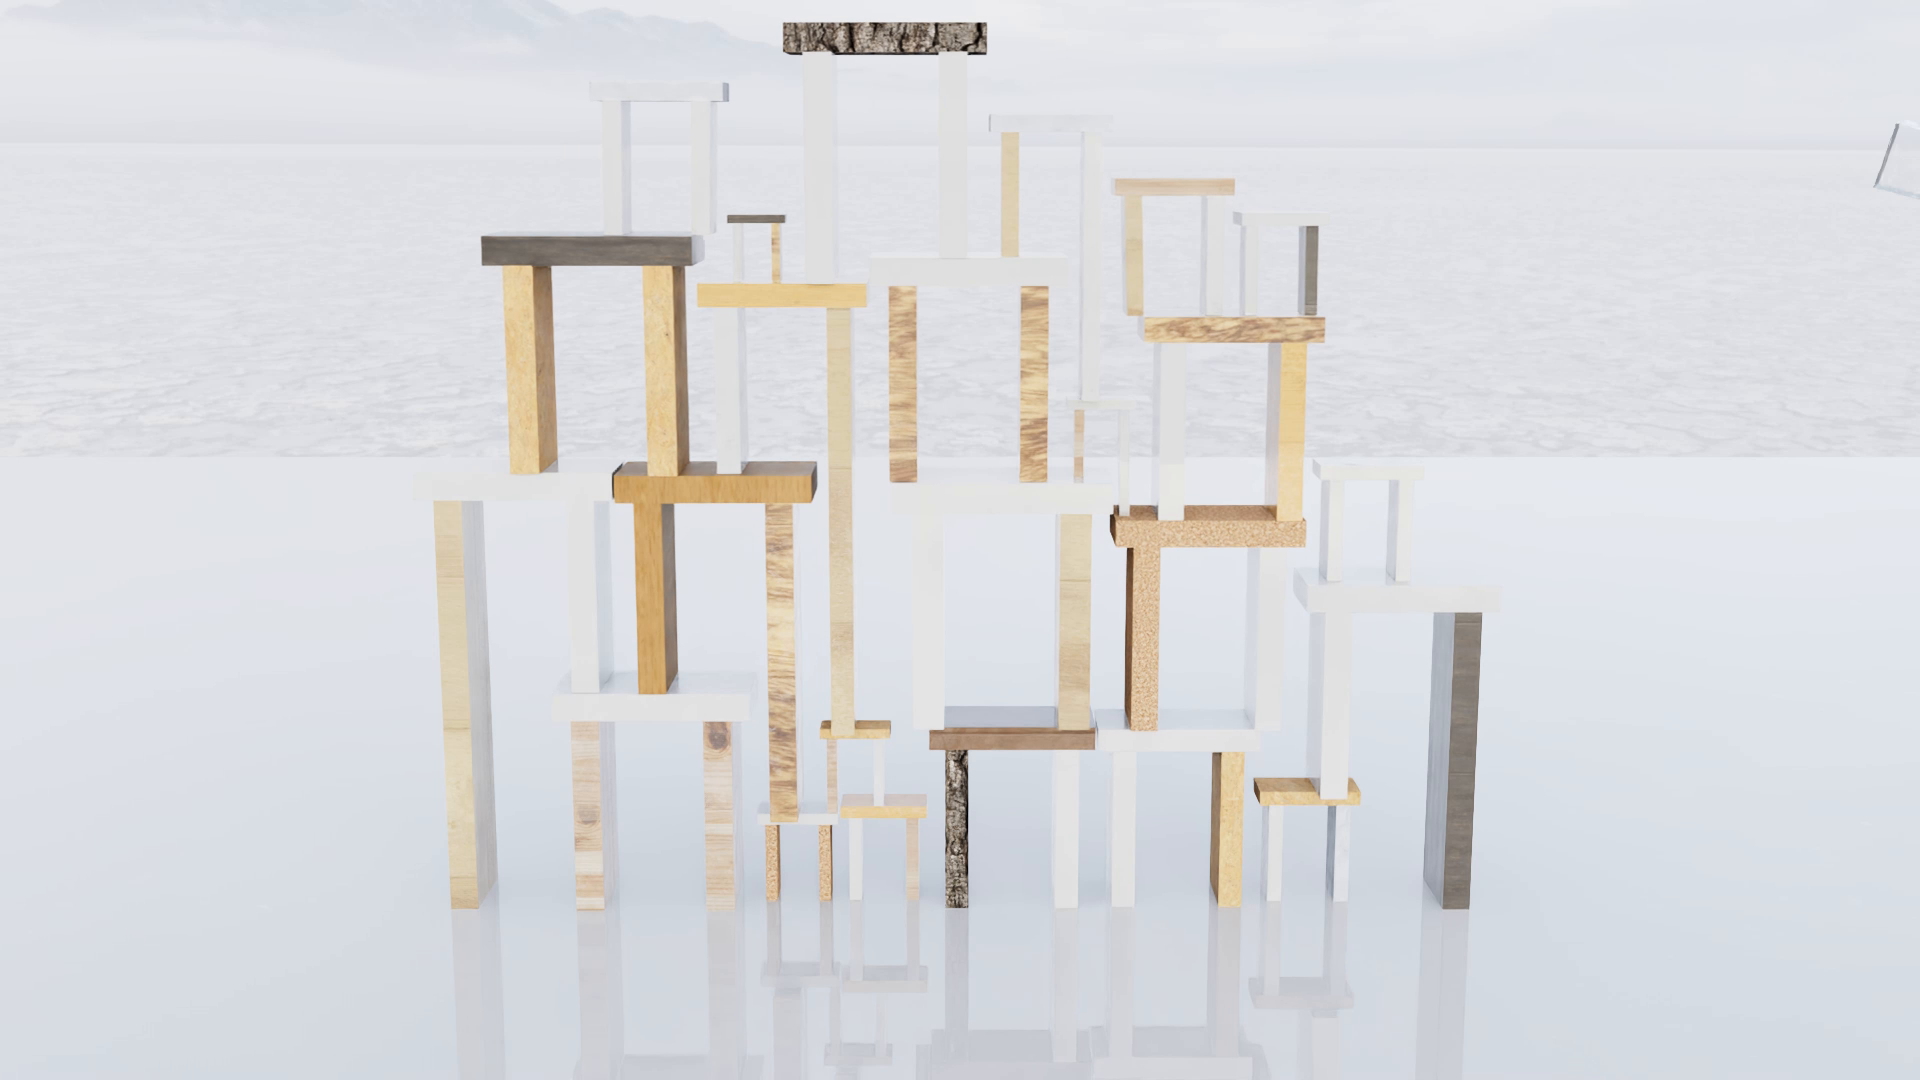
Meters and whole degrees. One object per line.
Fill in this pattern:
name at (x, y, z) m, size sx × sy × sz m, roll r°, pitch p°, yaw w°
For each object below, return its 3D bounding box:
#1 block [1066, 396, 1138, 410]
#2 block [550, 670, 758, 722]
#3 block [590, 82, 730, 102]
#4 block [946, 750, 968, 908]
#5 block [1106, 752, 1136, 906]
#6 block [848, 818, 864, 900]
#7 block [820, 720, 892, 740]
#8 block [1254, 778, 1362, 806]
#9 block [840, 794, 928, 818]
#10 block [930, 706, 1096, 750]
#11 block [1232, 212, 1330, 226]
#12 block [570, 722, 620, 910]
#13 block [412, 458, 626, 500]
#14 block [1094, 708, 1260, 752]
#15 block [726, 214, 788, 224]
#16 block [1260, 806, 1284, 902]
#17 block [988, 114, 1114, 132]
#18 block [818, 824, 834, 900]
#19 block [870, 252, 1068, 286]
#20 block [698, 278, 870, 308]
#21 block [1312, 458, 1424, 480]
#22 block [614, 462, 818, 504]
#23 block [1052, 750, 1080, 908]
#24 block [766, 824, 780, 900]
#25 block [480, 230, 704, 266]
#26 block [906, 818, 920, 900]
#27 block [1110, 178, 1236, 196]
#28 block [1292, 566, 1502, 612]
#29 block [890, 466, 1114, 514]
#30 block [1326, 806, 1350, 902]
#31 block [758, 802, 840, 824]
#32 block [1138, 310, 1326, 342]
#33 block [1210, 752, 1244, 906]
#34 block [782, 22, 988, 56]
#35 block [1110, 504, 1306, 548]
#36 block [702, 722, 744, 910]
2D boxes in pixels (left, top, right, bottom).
block at (0.226, -0.220, 3.519) m, size 0.109 × 0.015 × 0.054 m, roll 0°, pitch 10°, yaw -1°
block at (-0.497, 0.255, 3.605) m, size 0.319 × 0.045 × 0.159 m, roll 0°, pitch 11°, yaw 0°
block at (-0.467, -0.699, 3.430) m, size 0.204 × 0.029 × 0.102 m, roll 0°, pitch 11°, yaw 0°
block at (-0.005, 0.459, 3.641) m, size 0.038 × 0.268 × 0.134 m, roll 0°, pitch 11°, yaw 0°
block at (0.267, 0.460, 3.648) m, size 0.037 × 0.263 × 0.131 m, roll 0°, pitch 11°, yaw 0°
block at (-0.172, 0.520, 3.659) m, size 0.020 × 0.141 × 0.071 m, roll 0°, pitch 11°, yaw 0°
block at (-0.171, 0.312, 3.615) m, size 0.114 × 0.016 × 0.057 m, roll 0°, pitch 11°, yaw 0°
block at (0.574, 0.416, 3.640) m, size 0.165 × 0.023 × 0.082 m, roll 0°, pitch 11°, yaw 0°
block at (-0.125, 0.441, 3.644) m, size 0.141 × 0.020 × 0.071 m, roll 0°, pitch 11°, yaw 0°
block at (0.084, 0.308, 3.613) m, size 0.268 × 0.038 × 0.134 m, roll 0°, pitch 11°, yaw 0°
block at (0.506, -0.508, 3.470) m, size 0.140 × 0.020 × 0.070 m, roll -1°, pitch 11°, yaw -5°
block at (-0.603, 0.434, 3.638) m, size 0.045 × 0.319 × 0.159 m, roll 0°, pitch 11°, yaw 0°
block at (-0.705, -0.098, 3.545) m, size 0.313 × 0.044 × 0.157 m, roll 0°, pitch 11°, yaw 0°
block at (0.355, 0.313, 3.620) m, size 0.263 × 0.037 × 0.131 m, roll 0°, pitch 11°, yaw 0°
block at (-0.319, -0.506, 3.461) m, size 0.091 × 0.013 × 0.045 m, roll 0°, pitch 11°, yaw 0°
block at (0.519, 0.508, 3.658) m, size 0.023 × 0.165 × 0.082 m, roll 0°, pitch 11°, yaw 0°
block at (0.141, -0.652, 3.439) m, size 0.191 × 0.027 × 0.095 m, roll 0°, pitch 10°, yaw -1°
block at (-0.223, 0.526, 3.654) m, size 0.019 × 0.131 × 0.066 m, roll 0°, pitch 11°, yaw 0°
block at (0.014, -0.430, 3.482) m, size 0.308 × 0.044 × 0.154 m, roll 0°, pitch 11°, yaw 0°
block at (-0.277, -0.393, 3.485) m, size 0.263 × 0.037 × 0.131 m, roll 0°, pitch 11°, yaw 0°
block at (0.655, -0.114, 3.536) m, size 0.165 × 0.023 × 0.082 m, roll 0°, pitch 11°, yaw 0°
block at (-0.389, -0.094, 3.537) m, size 0.310 × 0.044 × 0.155 m, roll 0°, pitch 11°, yaw 0°
block at (0.174, 0.459, 3.641) m, size 0.038 × 0.268 × 0.134 m, roll 0°, pitch 11°, yaw 0°
block at (-0.311, 0.526, 3.654) m, size 0.019 × 0.131 × 0.066 m, roll 0°, pitch 11°, yaw 0°
block at (-0.575, -0.460, 3.469) m, size 0.325 × 0.046 × 0.162 m, roll 0°, pitch 11°, yaw 0°
block at (-0.078, 0.520, 3.659) m, size 0.020 × 0.141 × 0.071 m, roll 0°, pitch 11°, yaw 0°
block at (0.333, -0.556, 3.459) m, size 0.186 × 0.026 × 0.093 m, roll 0°, pitch 11°, yaw 0°
block at (0.707, 0.080, 3.575) m, size 0.309 × 0.044 × 0.154 m, roll 0°, pitch 11°, yaw 0°
block at (0.066, -0.081, 3.547) m, size 0.351 × 0.050 × 0.175 m, roll 0°, pitch 11°, yaw 0°
block at (0.629, 0.508, 3.657) m, size 0.023 × 0.165 × 0.082 m, roll 0°, pitch 11°, yaw 0°
block at (-0.267, 0.452, 3.641) m, size 0.131 × 0.019 × 0.066 m, roll 0°, pitch 11°, yaw 0°
block at (0.428, -0.340, 3.498) m, size 0.282 × 0.040 × 0.141 m, roll 0°, pitch 11°, yaw 0°
block at (0.442, 0.460, 3.647) m, size 0.037 × 0.263 × 0.131 m, roll 0°, pitch 11°, yaw 0°
block at (-0.114, -0.777, 3.412) m, size 0.311 × 0.044 × 0.155 m, roll 0°, pitch 11°, yaw 0°
block at (0.398, -0.023, 3.559) m, size 0.302 × 0.043 × 0.151 m, roll 0°, pitch 11°, yaw 0°
block at (-0.390, 0.434, 3.638) m, size 0.045 × 0.319 × 0.159 m, roll 0°, pitch 11°, yaw 0°
